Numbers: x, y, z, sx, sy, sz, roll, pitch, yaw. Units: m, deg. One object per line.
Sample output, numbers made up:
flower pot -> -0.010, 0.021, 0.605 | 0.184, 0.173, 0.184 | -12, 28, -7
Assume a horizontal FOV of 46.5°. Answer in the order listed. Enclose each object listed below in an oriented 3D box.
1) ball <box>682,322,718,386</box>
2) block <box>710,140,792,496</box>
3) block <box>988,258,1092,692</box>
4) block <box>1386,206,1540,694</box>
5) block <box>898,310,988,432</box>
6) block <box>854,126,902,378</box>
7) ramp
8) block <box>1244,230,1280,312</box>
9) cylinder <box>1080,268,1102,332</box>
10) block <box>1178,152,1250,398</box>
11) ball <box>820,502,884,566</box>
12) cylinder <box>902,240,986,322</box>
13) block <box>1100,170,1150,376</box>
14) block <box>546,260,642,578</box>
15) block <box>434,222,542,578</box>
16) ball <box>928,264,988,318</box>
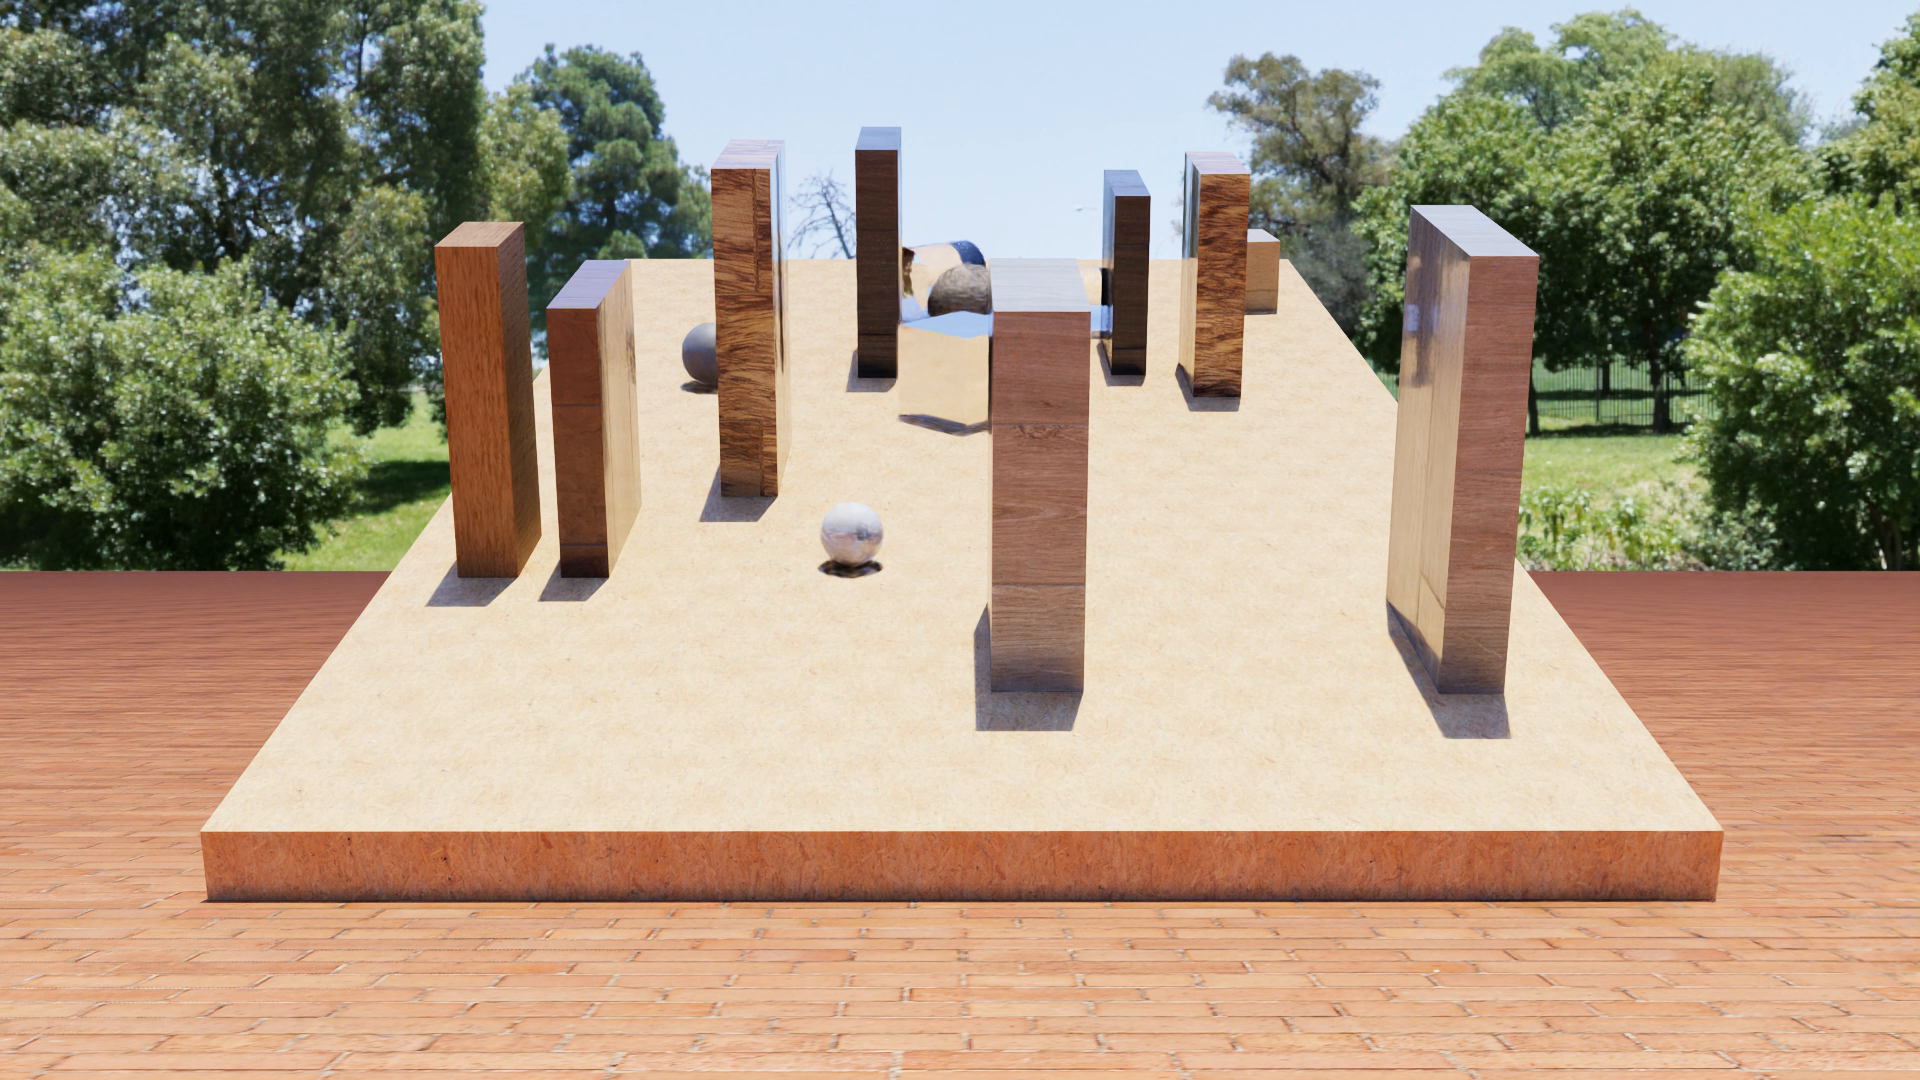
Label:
ball -> -0.577, -0.436, 5.221 | 0.149, 0.149, 0.149 | 0, -1, 0
block -> -0.412, -0.451, 4.468 | 0.111, 0.641, 0.397 | 0, 18, 0
block -> 0.117, -0.112, 3.505 | 0.141, 0.589, 0.411 | 0, 18, 0
block -> 0.777, -0.153, 3.501 | 0.099, 0.671, 0.440 | 0, 18, 0
block -> 0.009, -0.378, 4.953 | 0.205, 0.205, 0.205 | 16, 24, 40
block -> -0.193, -0.704, 5.418 | 0.099, 0.539, 0.408 | 0, 18, 0
ramp -> -0.003, -0.185, 4.852 | 2.000, 0.100, 4.000 | 0, 18, 0
block -> 0.751, -0.734, 6.087 | 0.189, 0.189, 0.189 | -2, 18, -7
cylinder -> 0.295, -0.619, 5.770 | 0.164, 0.164, 0.164 | -3, 0, -9
block -> 0.590, -0.626, 5.224 | 0.110, 0.512, 0.351 | 0, 18, 0
ball -> -0.191, -0.010, 3.961 | 0.115, 0.115, 0.115 | 0, -1, 0
cylinder -> -0.061, -0.689, 5.929 | 0.196, 0.196, 0.196 | -13, 7, -35
block -> 0.402, -0.660, 5.466 | 0.083, 0.429, 0.410 | 0, 18, 0
block -> -0.656, -0.228, 4.040 | 0.084, 0.479, 0.433 | 0, 18, 0
block -> -0.826, -0.249, 3.933 | 0.105, 0.584, 0.240 | 0, 18, 0
ball -> 0.024, -0.587, 5.593 | 0.209, 0.209, 0.209 | 0, -1, 0
